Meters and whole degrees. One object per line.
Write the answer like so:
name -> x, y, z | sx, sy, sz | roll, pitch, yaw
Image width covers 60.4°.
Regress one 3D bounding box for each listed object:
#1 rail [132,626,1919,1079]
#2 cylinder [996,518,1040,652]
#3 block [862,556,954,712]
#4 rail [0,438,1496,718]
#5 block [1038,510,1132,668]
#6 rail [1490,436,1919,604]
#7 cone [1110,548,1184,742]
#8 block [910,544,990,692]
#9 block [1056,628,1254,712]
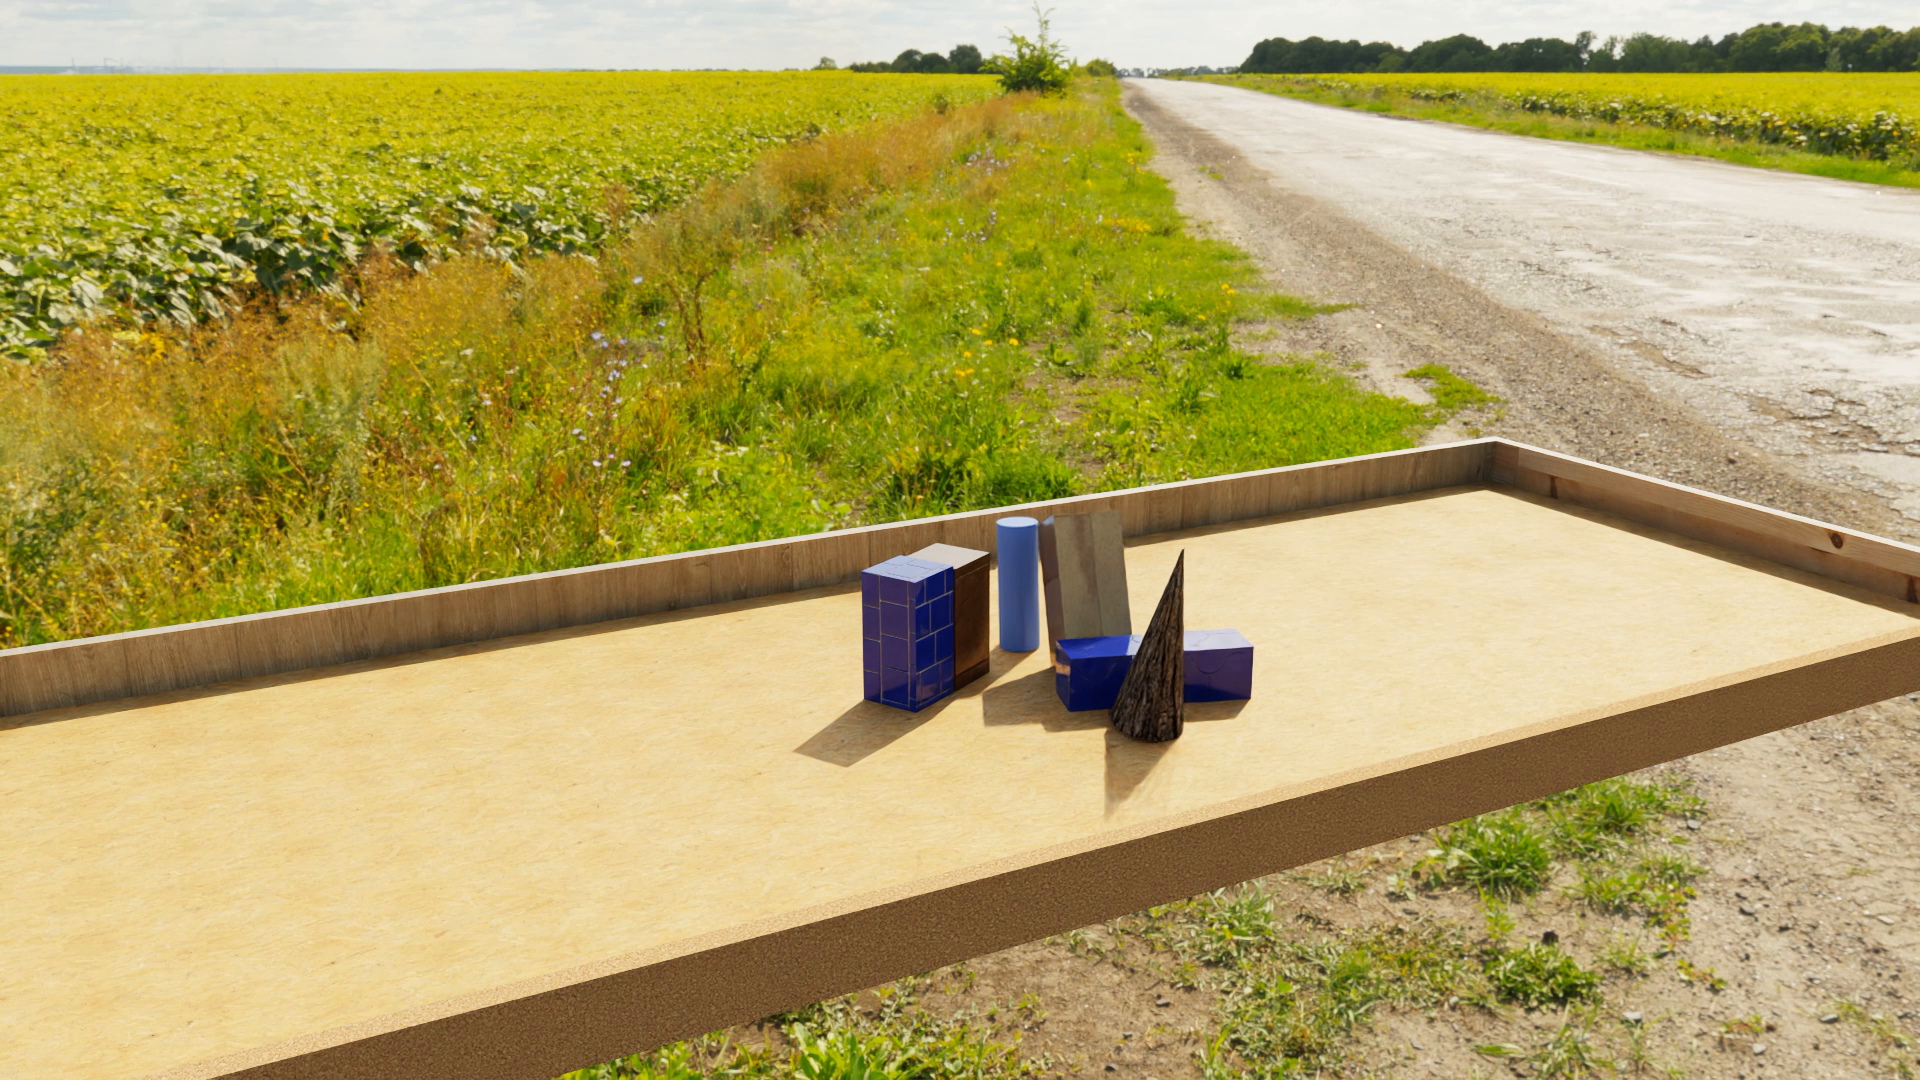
rail -> -2.336, 1.006, 1.665 | 12.000, 0.150, 0.050 | -9, 18, -27
cylinder -> 0.154, 0.116, 4.350 | 0.108, 0.338, 0.108 | -2, 14, 0
block -> -0.126, 0.226, 4.005 | 0.158, 0.328, 0.158 | 11, 20, 33
rail -> -3.305, 0.497, 3.399 | 12.000, 0.150, 0.050 | -9, 18, -27
block -> 0.319, 0.126, 4.202 | 0.173, 0.368, 0.173 | -3, -9, -11
rail -> 2.466, -0.048, 5.253 | 0.050, 0.150, 2.100 | -9, 18, -27
cone -> 0.467, 0.218, 3.758 | 0.174, 0.457, 0.174 | 7, 24, -3
block -> -0.035, 0.191, 4.137 | 0.159, 0.318, 0.159 | 10, 20, 31
block -> 0.475, 0.316, 4.039 | 0.459, 0.135, 0.135 | -3, 17, -10
